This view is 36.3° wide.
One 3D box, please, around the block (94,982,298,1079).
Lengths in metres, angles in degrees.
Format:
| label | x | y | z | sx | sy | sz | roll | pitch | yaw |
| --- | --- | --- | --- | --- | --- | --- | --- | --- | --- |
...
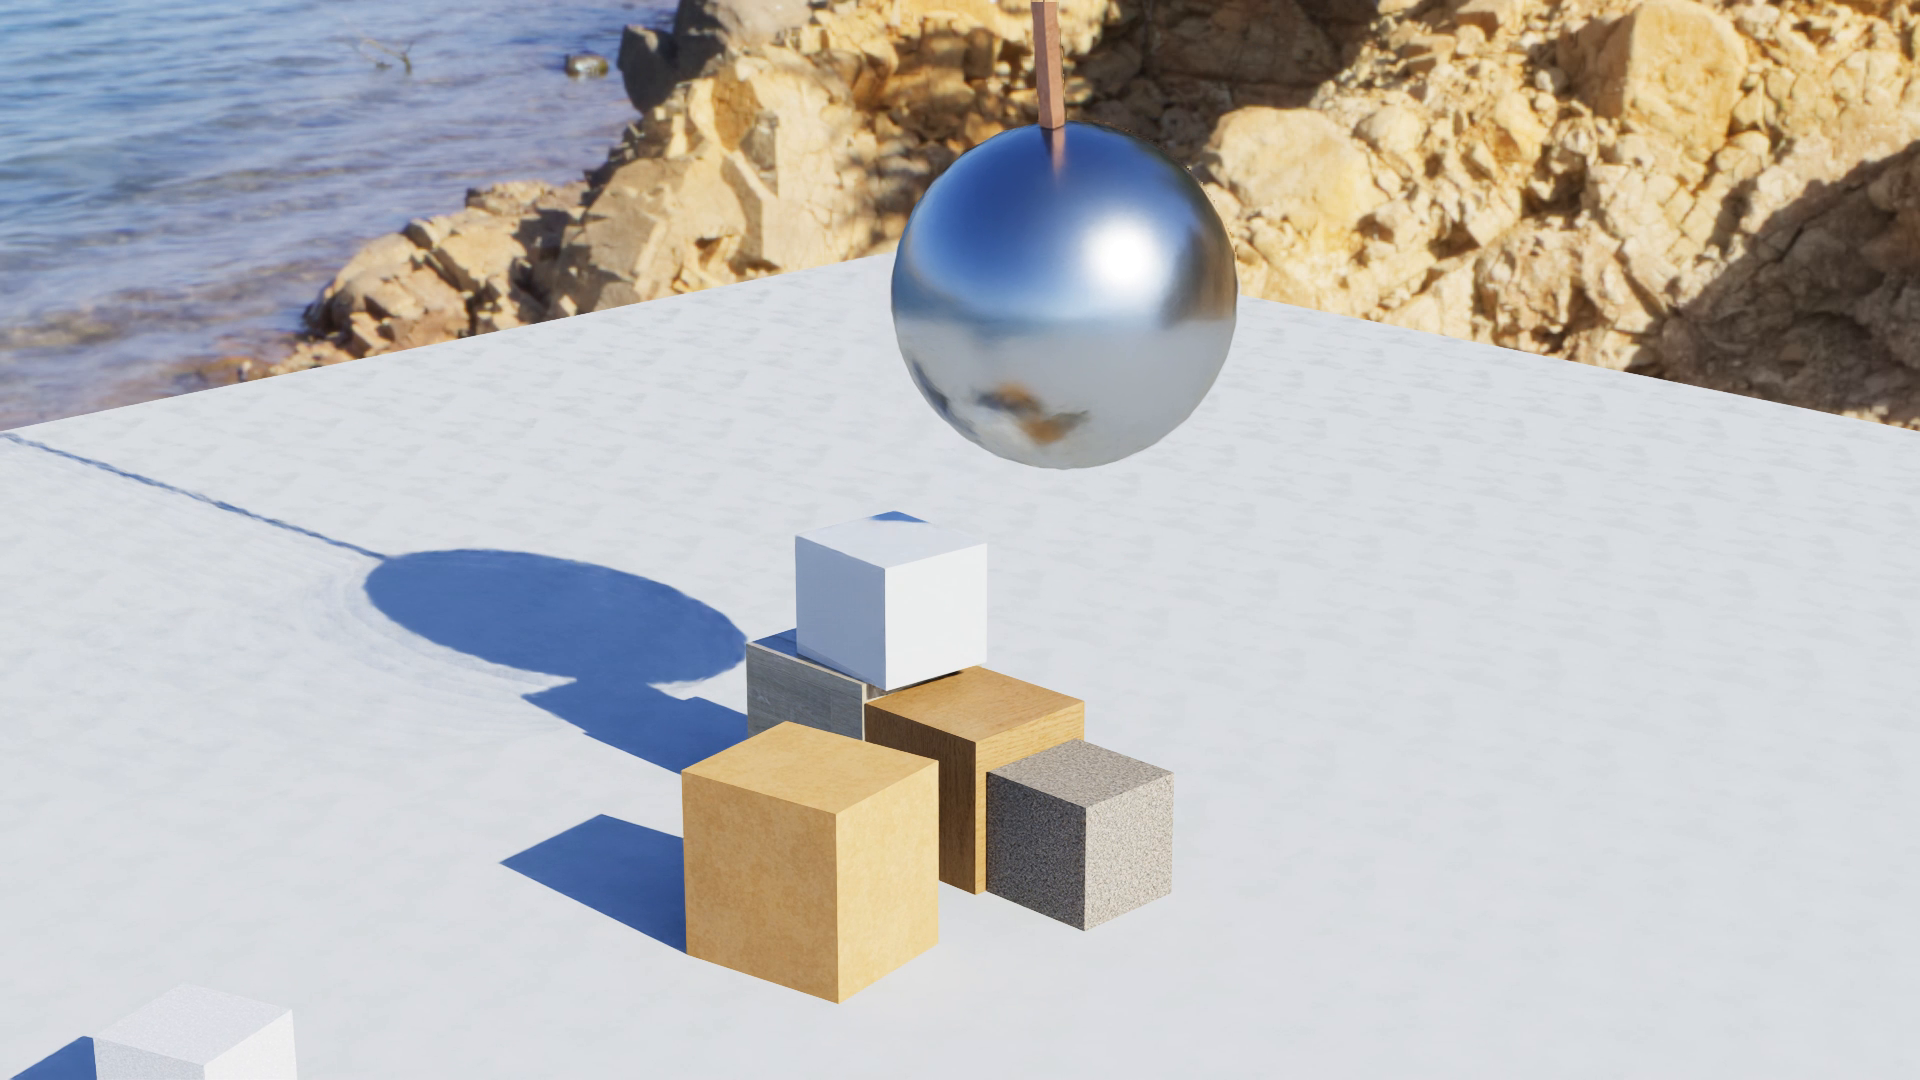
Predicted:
| label | x | y | z | sx | sy | sz | roll | pitch | yaw |
| --- | --- | --- | --- | --- | --- | --- | --- | --- | --- |
| block | -2.839 | 2.045 | 10.940 | 0.516 | 0.538 | 0.497 | 8 | 19 | 25 |

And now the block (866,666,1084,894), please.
| label | x | y | z | sx | sy | sz | roll | pitch | yaw |
| --- | --- | --- | --- | --- | --- | --- | --- | --- | --- |
| block | 0.070 | 1.100 | 13.612 | 0.706 | 0.740 | 0.725 | 16 | 24 | 42 |

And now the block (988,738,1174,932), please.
| label | x | y | z | sx | sy | sz | roll | pitch | yaw |
| --- | --- | --- | --- | --- | --- | --- | --- | --- | --- |
| block | 0.540 | 1.316 | 13.182 | 0.580 | 0.586 | 0.597 | -17 | 24 | -42 |

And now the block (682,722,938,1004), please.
| label | x | y | z | sx | sy | sz | roll | pitch | yaw |
| --- | --- | --- | --- | --- | --- | --- | --- | --- | --- |
| block | -0.636 | 1.365 | 12.577 | 0.824 | 0.854 | 0.716 | 12 | 21 | 33 |

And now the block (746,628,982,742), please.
| label | x | y | z | sx | sy | sz | roll | pitch | yaw |
| --- | --- | --- | --- | --- | --- | --- | --- | --- | --- |
| block | -0.460 | 0.892 | 14.122 | 0.811 | 0.830 | 0.783 | 17 | 24 | 42 |

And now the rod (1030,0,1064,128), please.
| label | x | y | z | sx | sy | sz | roll | pitch | yaw |
| --- | --- | --- | --- | --- | --- | --- | --- | --- | --- |
| rod | 0.208 | -4.266 | 12.219 | 0.080 | 5.200 | 0.080 | 17 | 30 | 42 |

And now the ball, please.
| label | x | y | z | sx | sy | sz | roll | pitch | yaw |
| --- | --- | --- | --- | --- | --- | --- | --- | --- | --- |
| ball | 0.479 | -1.124 | 13.491 | 1.600 | 1.600 | 1.600 | 0 | 17 | 0 |

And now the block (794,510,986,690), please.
| label | x | y | z | sx | sy | sz | roll | pitch | yaw |
| --- | --- | --- | --- | --- | --- | --- | --- | --- | --- |
| block | -0.324 | 0.273 | 13.731 | 0.603 | 0.586 | 0.677 | -14 | 22 | -38 |
